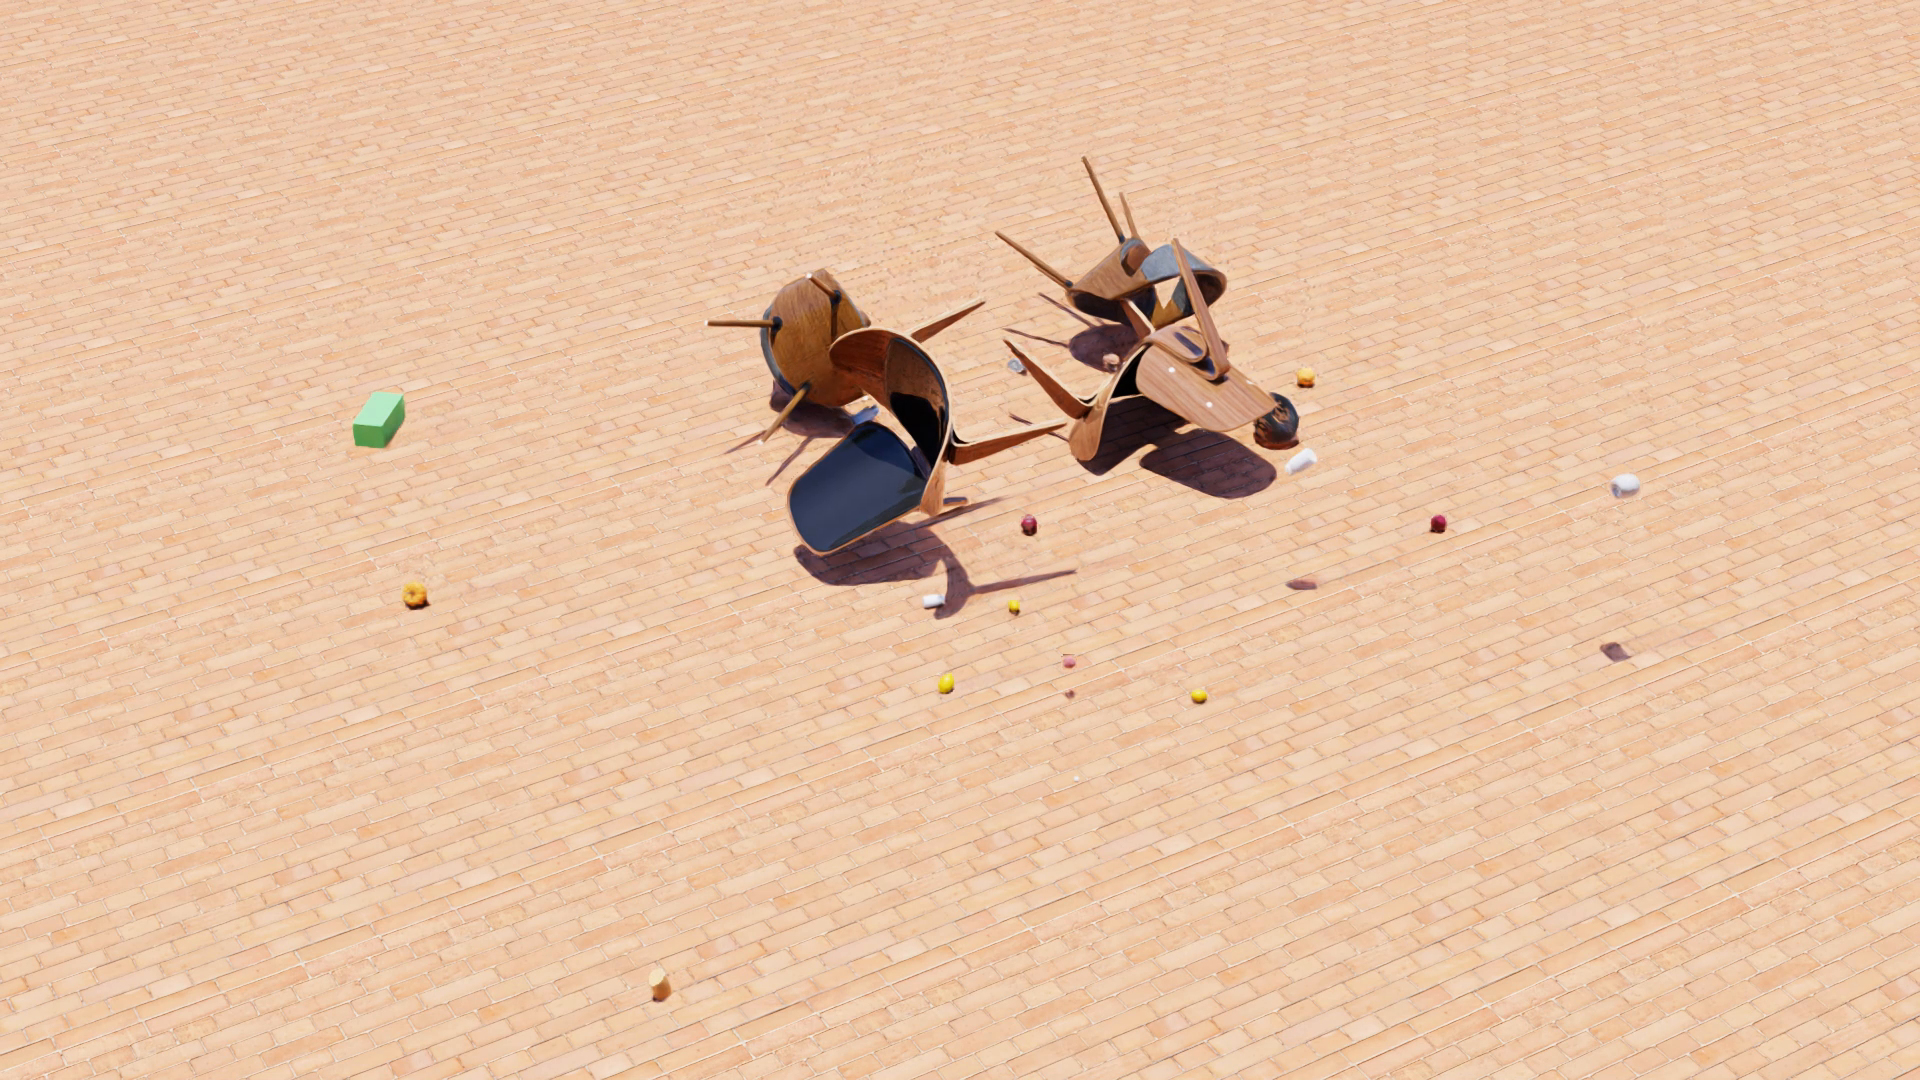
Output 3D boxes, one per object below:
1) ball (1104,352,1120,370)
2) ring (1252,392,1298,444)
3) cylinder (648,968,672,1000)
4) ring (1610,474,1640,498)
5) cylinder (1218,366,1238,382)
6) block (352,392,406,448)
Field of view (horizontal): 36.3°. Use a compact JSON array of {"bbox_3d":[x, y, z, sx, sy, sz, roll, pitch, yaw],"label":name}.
[{"bbox_3d":[0.597,-0.707,11.582,0.064,0.064,0.064,0,33,0],"label":"ball"},{"bbox_3d":[1.238,-0.475,11.504,0.183,0.105,0.212,-7,69,-30],"label":"ring"},{"bbox_3d":[-0.904,1.339,8.832,0.047,0.075,0.061,8,49,25],"label":"cylinder"},{"bbox_3d":[2.254,-0.183,9.939,0.074,0.083,0.121,-19,1,-8],"label":"ring"},{"bbox_3d":[1.092,-0.676,11.922,0.073,0.058,0.034,9,0,13],"label":"cylinder"},{"bbox_3d":[-2.291,-0.474,11.570,0.121,0.102,0.249,6,34,9],"label":"block"}]
